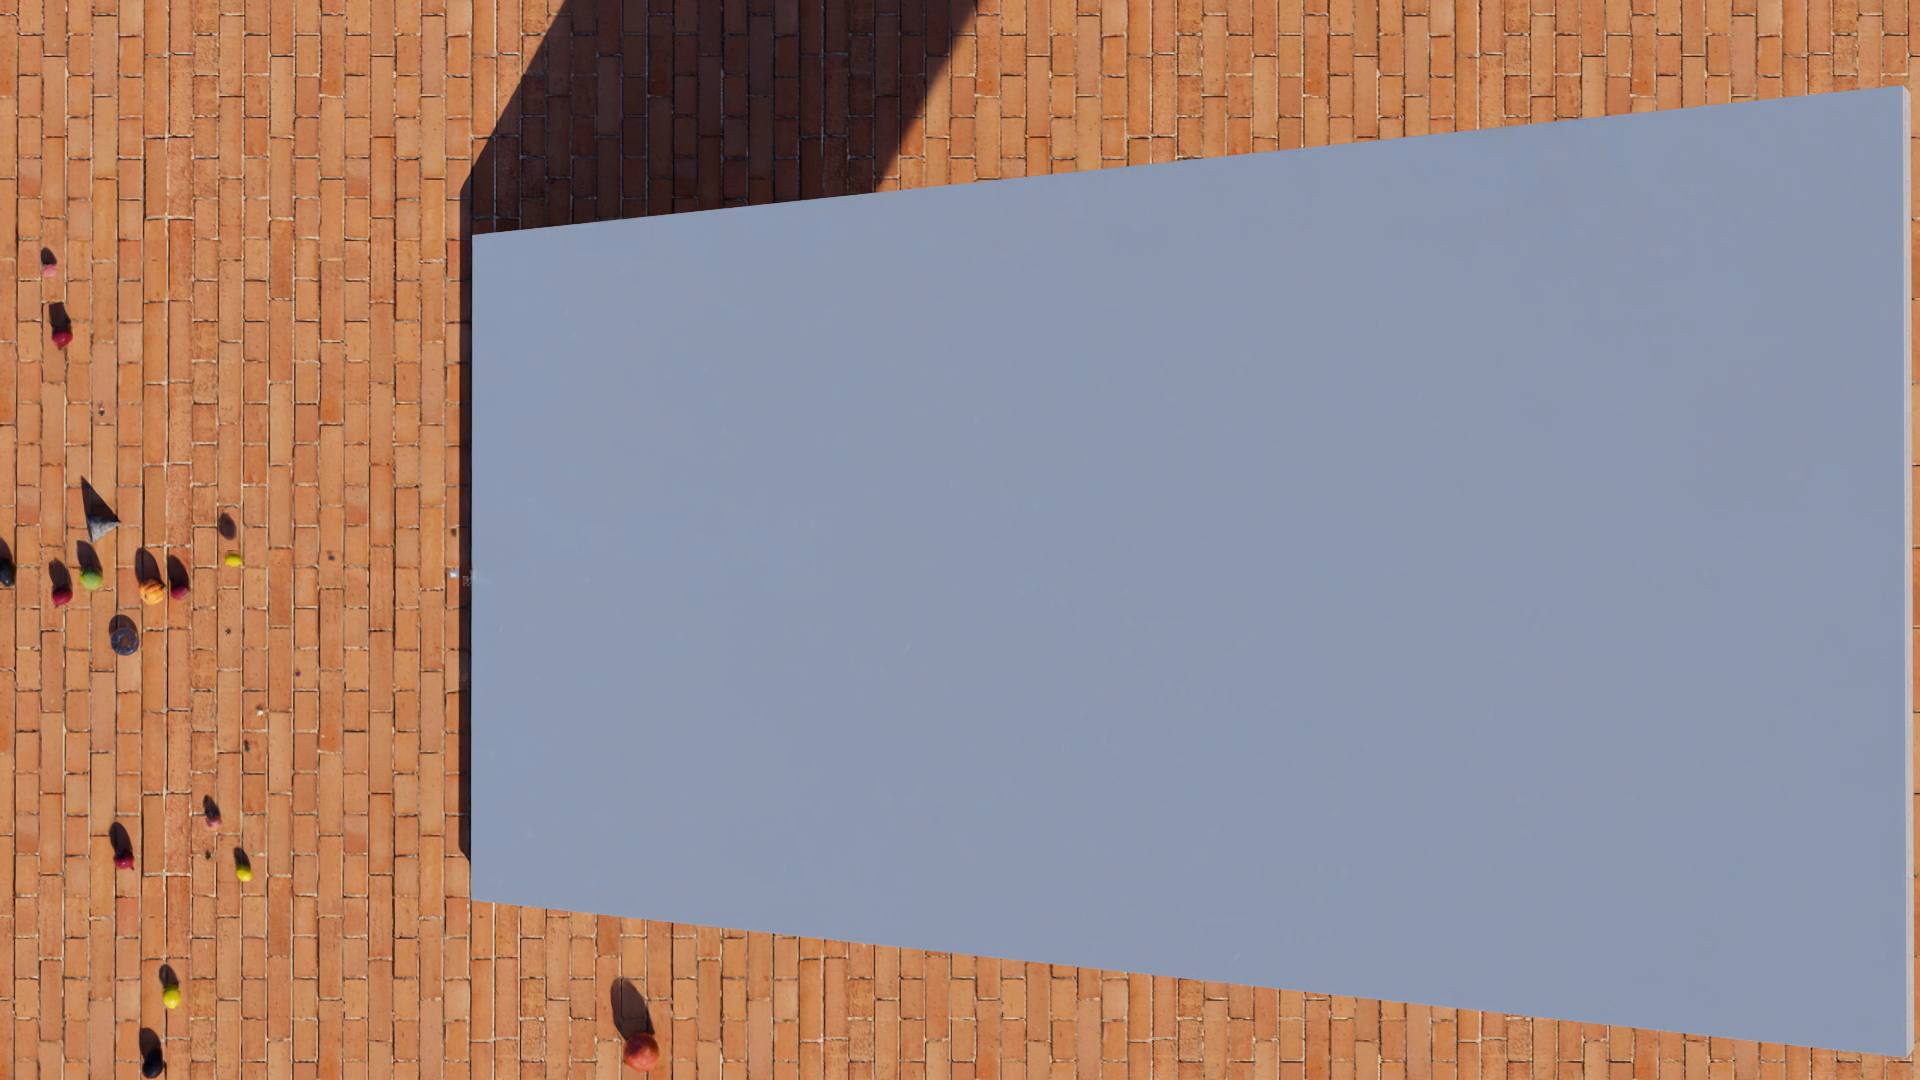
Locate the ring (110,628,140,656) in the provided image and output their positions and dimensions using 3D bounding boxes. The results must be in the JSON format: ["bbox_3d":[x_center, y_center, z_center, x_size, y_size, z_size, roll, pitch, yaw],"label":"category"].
[{"bbox_3d":[-2.536,0.308,6.679,0.088,0.029,0.088,0,91,0],"label":"ring"}]

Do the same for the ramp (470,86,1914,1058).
[{"bbox_3d":[0.264,0.073,5.609,4.000,0.100,2.000,0,89,31],"label":"ramp"}]
